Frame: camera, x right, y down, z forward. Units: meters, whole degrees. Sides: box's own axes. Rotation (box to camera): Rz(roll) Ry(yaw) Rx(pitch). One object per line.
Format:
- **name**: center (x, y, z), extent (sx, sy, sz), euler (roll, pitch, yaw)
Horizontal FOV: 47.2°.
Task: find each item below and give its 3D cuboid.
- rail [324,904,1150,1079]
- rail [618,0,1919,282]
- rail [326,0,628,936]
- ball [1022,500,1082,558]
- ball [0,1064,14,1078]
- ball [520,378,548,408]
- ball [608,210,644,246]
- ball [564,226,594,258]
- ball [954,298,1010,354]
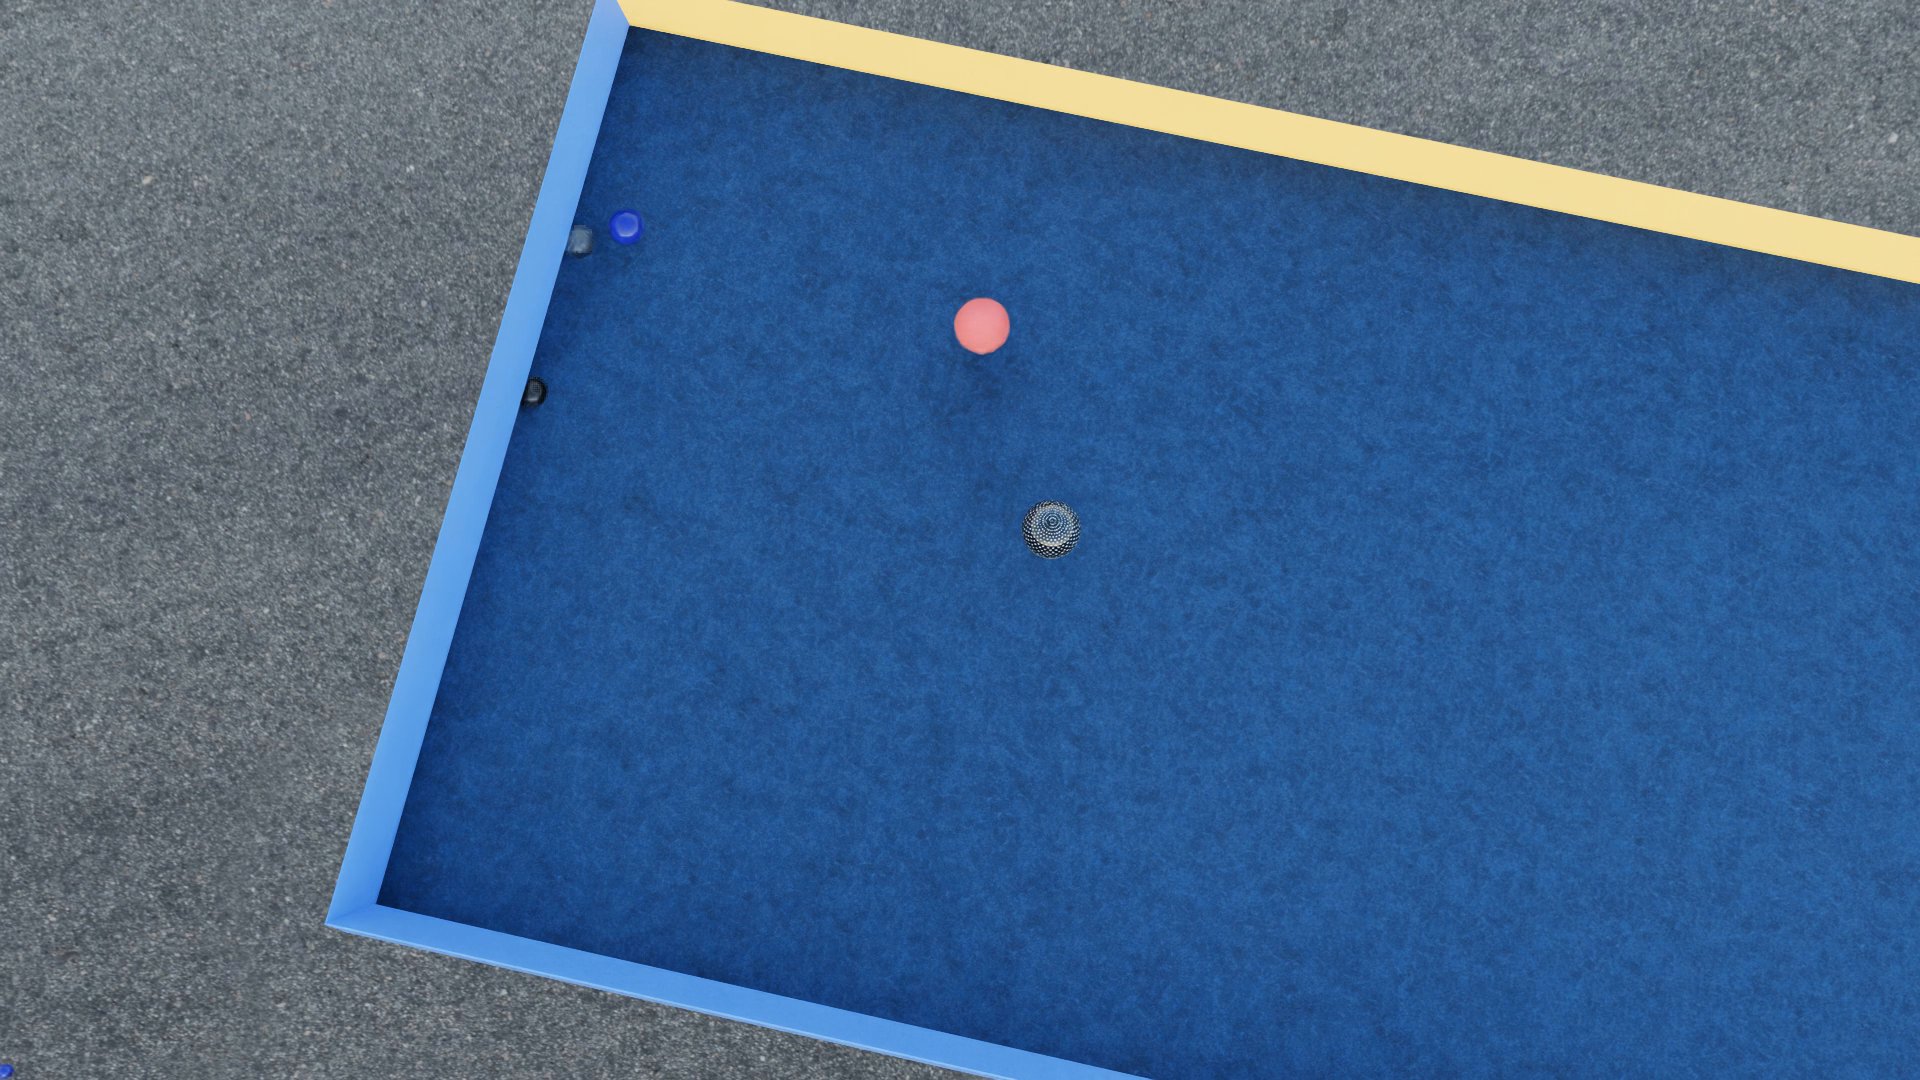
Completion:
- **rail**: center (0.575, 0.851, 3.094), extent (3.014, 0.118, 0.045), euler (12, 75, 3)
- **rail**: center (0.896, -0.553, 3.480), extent (3.014, 0.118, 0.045), euler (12, 75, 3)
- **rail**: center (-0.713, -0.159, 3.372), extent (0.045, 0.118, 1.538), euler (12, 75, 3)
- **ball**: center (0.139, -0.017, 3.348), extent (0.091, 0.091, 0.091), euler (0, 75, 0)
- **ball**: center (-5.750, 3.199, 13.245), extent (0.089, 0.089, 0.089), euler (0, 75, 0)
- **ball**: center (-0.668, -0.229, 3.429), extent (0.046, 0.046, 0.046), euler (0, 75, 0)
- **ball**: center (-0.531, -0.497, 3.497), extent (0.057, 0.057, 0.057), euler (0, 75, 0)
- **ball**: center (-0.607, -0.473, 3.494), extent (0.051, 0.051, 0.051), euler (0, 75, 0)
- **ball**: center (0.035, -0.335, 3.437), extent (0.087, 0.087, 0.087), euler (0, 75, 0)
